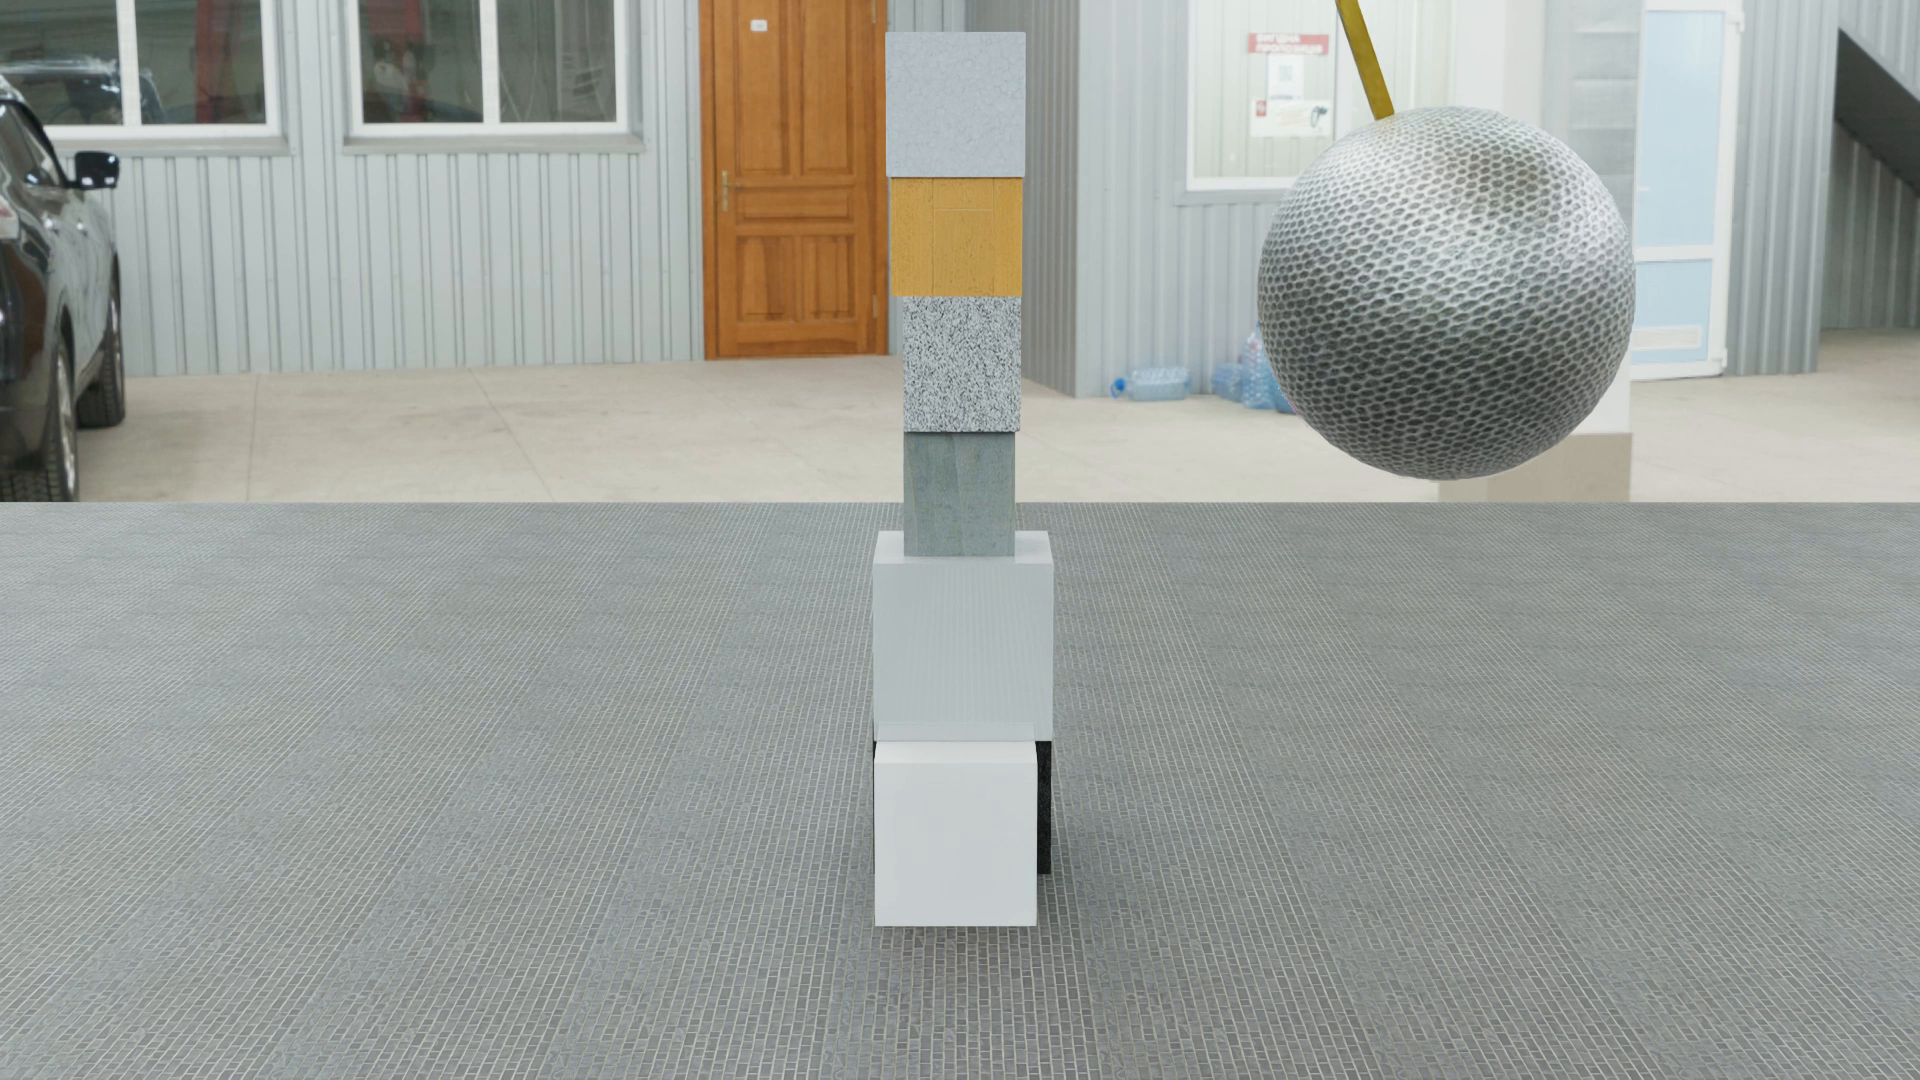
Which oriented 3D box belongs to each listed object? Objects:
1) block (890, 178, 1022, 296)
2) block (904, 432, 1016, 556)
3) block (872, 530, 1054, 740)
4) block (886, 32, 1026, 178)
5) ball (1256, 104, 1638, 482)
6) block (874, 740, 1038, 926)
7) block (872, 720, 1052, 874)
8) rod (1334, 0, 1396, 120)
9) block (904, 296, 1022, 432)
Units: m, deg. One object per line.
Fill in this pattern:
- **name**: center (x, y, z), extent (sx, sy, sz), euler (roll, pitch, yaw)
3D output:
- **block**: center (-0.014, -1.311, 10.961), extent (0.546, 0.495, 0.569), euler (0, 10, 0)
- **block**: center (-0.003, -0.239, 11.146), extent (0.474, 0.544, 0.484), euler (0, 10, 0)
- **block**: center (0.013, 0.407, 11.258), extent (0.759, 0.767, 0.822), euler (0, 10, 0)
- **block**: center (-0.018, -1.845, 10.869), extent (0.575, 0.589, 0.608), euler (0, 10, 0)
- **ball**: center (2.074, -1.052, 10.989), extent (1.600, 1.600, 1.600), euler (0, 10, 0)
- **block**: center (-0.017, 1.203, 10.983), extent (0.673, 0.703, 0.696), euler (0, 10, 0)
- **block**: center (0.009, 1.071, 11.734), extent (0.787, 0.695, 0.808), euler (0, 10, 0)
- **rod**: center (0.899, -4.191, 10.418), extent (0.080, 5.200, 0.080), euler (-20, 10, 4)
- **block**: center (0.009, -0.787, 11.052), extent (0.492, 0.568, 0.584), euler (0, 10, 0)
